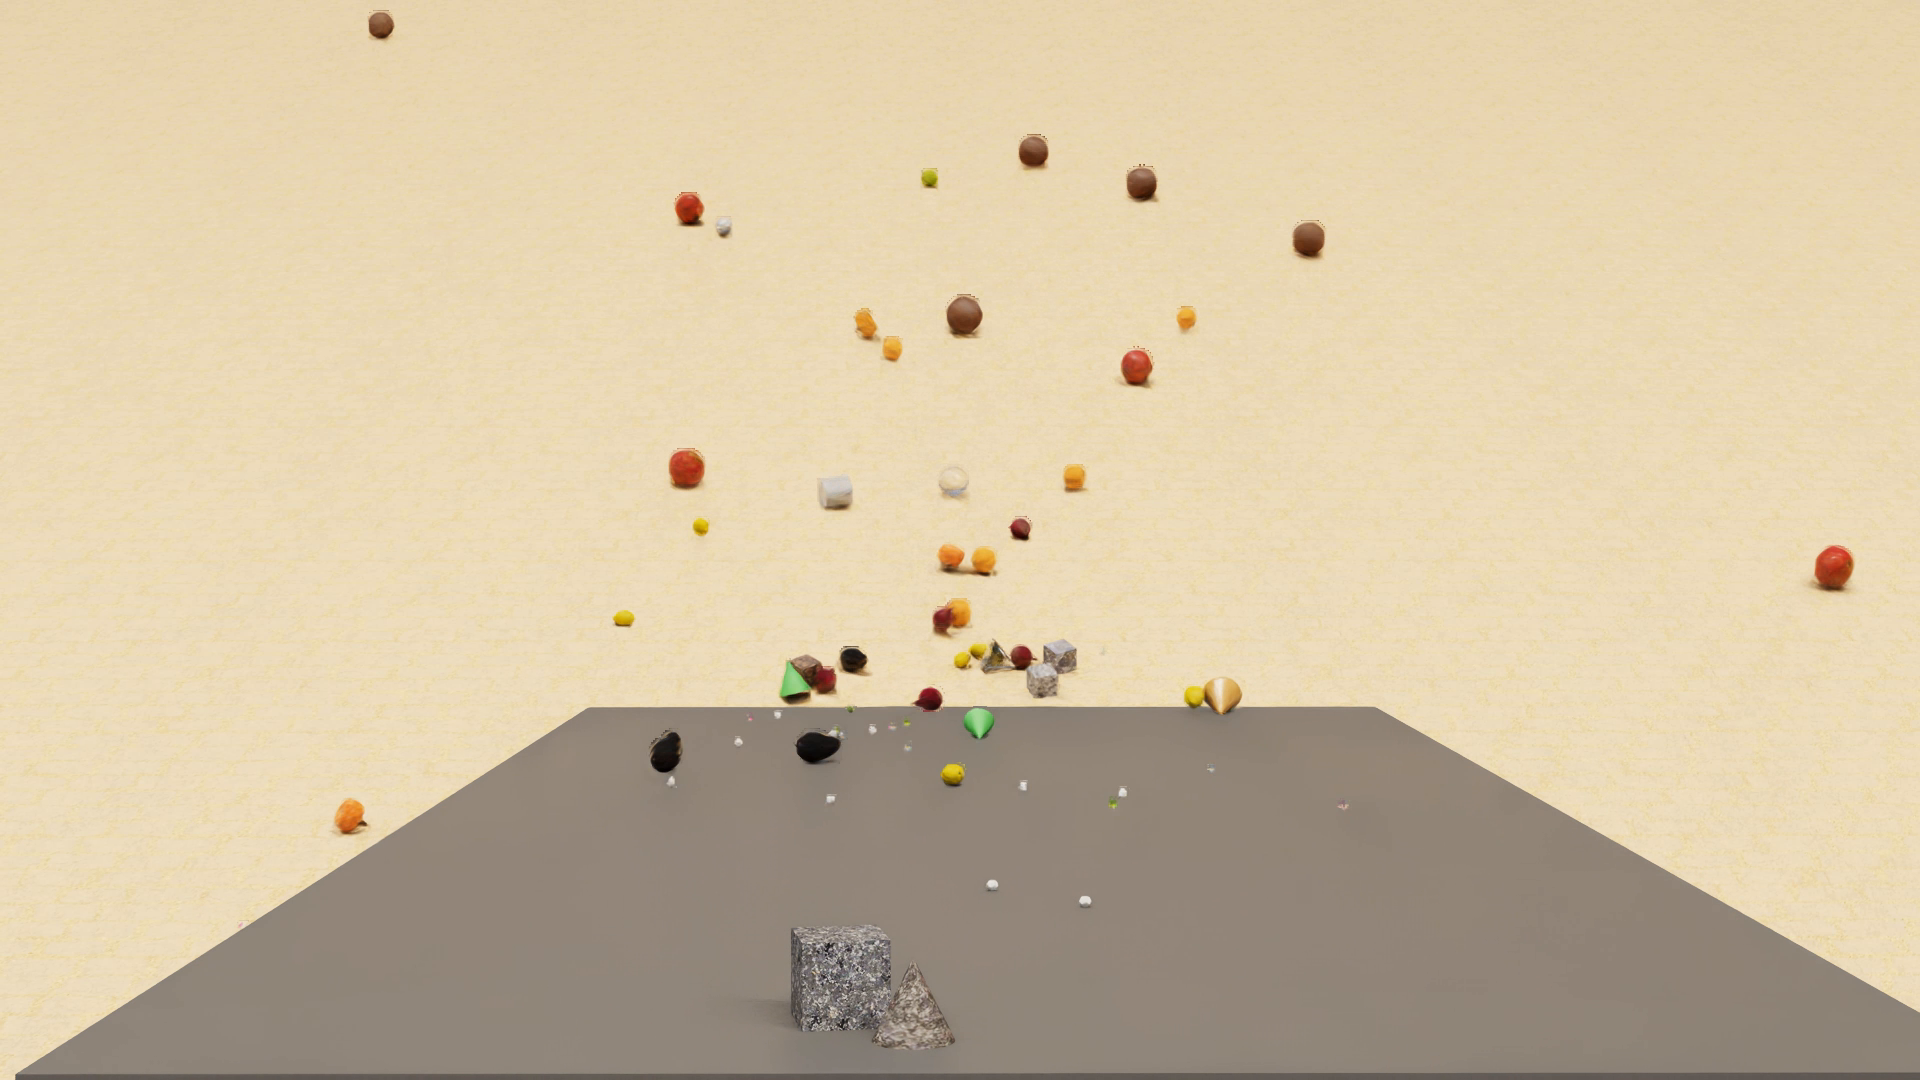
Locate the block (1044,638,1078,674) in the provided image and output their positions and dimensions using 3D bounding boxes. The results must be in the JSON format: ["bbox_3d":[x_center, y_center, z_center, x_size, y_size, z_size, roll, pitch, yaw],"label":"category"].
[{"bbox_3d":[0.269,0.315,6.927,0.065,0.065,0.065,-14,29,-27],"label":"block"}]

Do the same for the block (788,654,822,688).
[{"bbox_3d":[-0.411,0.351,6.851,0.064,0.064,0.064,-21,33,-37],"label":"block"}]

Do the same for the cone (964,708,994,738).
[{"bbox_3d":[0.043,0.428,5.814,0.070,0.070,0.070,0,28,0],"label":"cone"}]

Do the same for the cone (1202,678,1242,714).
[{"bbox_3d":[0.646,0.407,6.374,0.099,0.099,0.099,3,29,7],"label":"cone"}]

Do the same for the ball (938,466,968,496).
[{"bbox_3d":[-0.020,-0.181,7.930,0.092,0.092,0.092,0,26,0],"label":"ball"}]

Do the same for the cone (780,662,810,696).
[{"bbox_3d":[-0.443,0.358,6.781,0.085,0.085,0.085,-13,4,1],"label":"cone"}]

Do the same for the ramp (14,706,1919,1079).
[{"bbox_3d":[0.058,0.527,4.565,2.000,0.100,4.000,0,2,0],"label":"ramp"}]

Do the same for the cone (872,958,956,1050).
[{"bbox_3d":[-0.049,0.482,2.711,0.088,0.088,0.088,0,2,0],"label":"cone"}]

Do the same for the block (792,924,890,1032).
[{"bbox_3d":[-0.130,0.476,2.808,0.096,0.096,0.096,0,2,-11],"label":"block"}]

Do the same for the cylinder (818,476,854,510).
[{"bbox_3d":[-0.379,-0.144,7.856,0.087,0.087,0.087,-15,29,-18],"label":"cylinder"}]

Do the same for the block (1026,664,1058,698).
[{"bbox_3d":[0.217,0.372,6.808,0.064,0.064,0.064,-8,27,-16],"label":"block"}]

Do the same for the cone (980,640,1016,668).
[{"bbox_3d":[0.114,0.324,6.936,0.089,0.089,0.089,25,24,-9],"label":"cone"}]

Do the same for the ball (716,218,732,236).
[{"bbox_3d":[-0.929,-1.234,10.154,0.068,0.068,0.068,0,26,0],"label":"ball"}]
